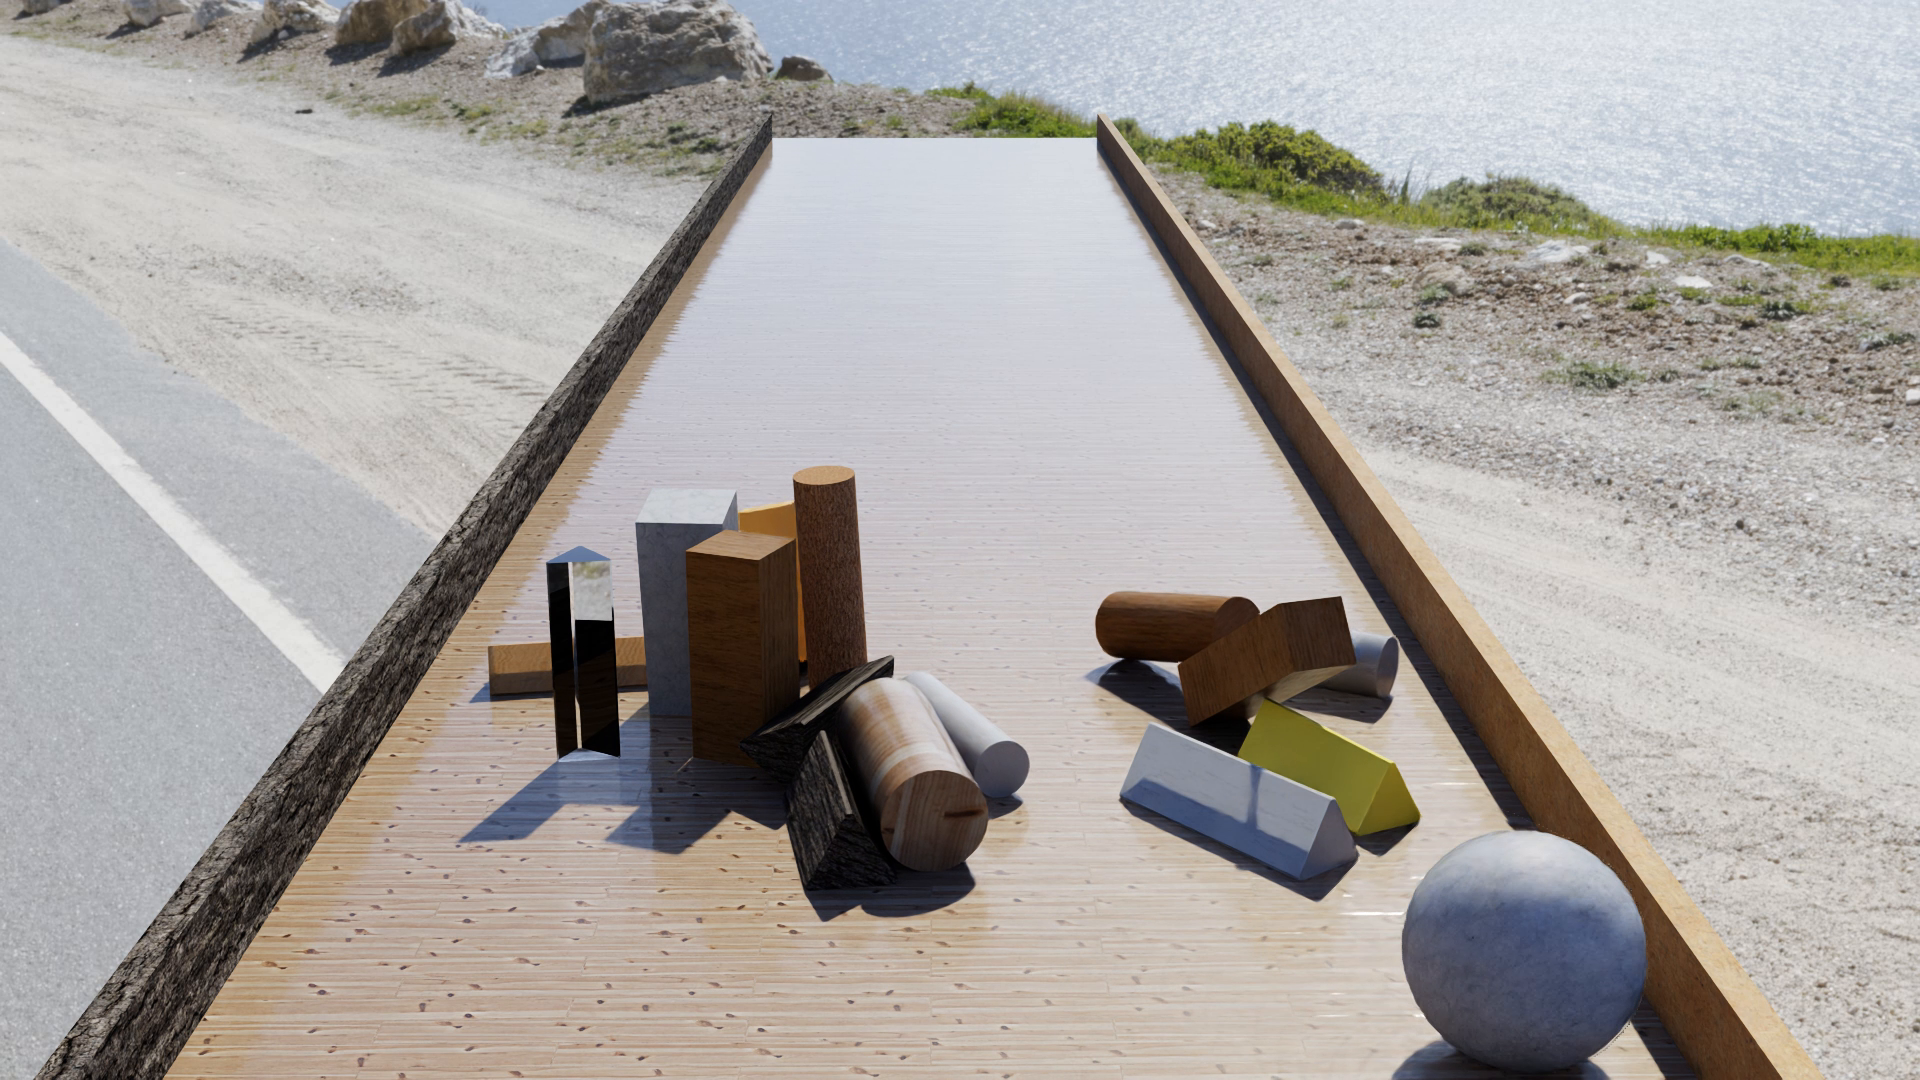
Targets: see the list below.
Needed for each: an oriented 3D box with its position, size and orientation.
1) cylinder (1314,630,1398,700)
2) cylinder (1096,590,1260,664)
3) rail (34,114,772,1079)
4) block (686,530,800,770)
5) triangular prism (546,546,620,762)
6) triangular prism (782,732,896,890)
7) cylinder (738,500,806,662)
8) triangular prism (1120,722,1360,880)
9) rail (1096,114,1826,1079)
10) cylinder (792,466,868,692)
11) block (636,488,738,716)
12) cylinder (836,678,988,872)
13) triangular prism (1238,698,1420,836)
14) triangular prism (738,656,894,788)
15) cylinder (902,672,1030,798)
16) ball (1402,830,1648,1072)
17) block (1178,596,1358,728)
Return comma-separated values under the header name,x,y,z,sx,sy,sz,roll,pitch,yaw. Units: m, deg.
name,x,y,z,sx,sy,sz,roll,pitch,yaw
cylinder,0.667,0.220,4.275,0.344,0.121,0.121,10,19,29
cylinder,0.424,0.172,4.283,0.136,0.136,0.338,-12,8,-36
rail,-1.118,-0.838,7.780,0.050,0.150,12.000,0,17,-1
block,-0.383,0.192,3.904,0.142,0.385,0.142,7,18,22
triangular prism,-0.667,0.201,3.905,0.109,0.369,0.095,-2,17,-8
triangular prism,-0.200,0.429,3.559,0.141,0.122,0.352,-3,17,-10
cylinder,-0.350,0.084,4.359,0.142,0.307,0.142,-10,5,1
triangular prism,0.454,0.414,3.613,0.138,0.119,0.418,-13,21,-36
rail,0.932,-0.844,7.801,0.050,0.150,12.000,0,17,-1
cylinder,-0.239,0.092,4.114,0.114,0.450,0.114,-3,19,1
block,-0.499,0.117,4.111,0.158,0.394,0.158,1,24,4
cylinder,-0.085,0.381,3.643,0.173,0.173,0.426,-4,17,-12
triangular prism,0.624,0.375,3.750,0.133,0.115,0.341,-9,19,-28
triangular prism,-0.225,0.303,3.893,0.138,0.120,0.368,40,27,8
cylinder,-0.004,0.341,3.897,0.104,0.104,0.371,-7,18,-23
ball,0.736,0.536,2.877,0.312,0.312,0.312,0,17,0
block,0.535,0.220,3.889,0.119,0.119,0.451,-6,-15,-19
